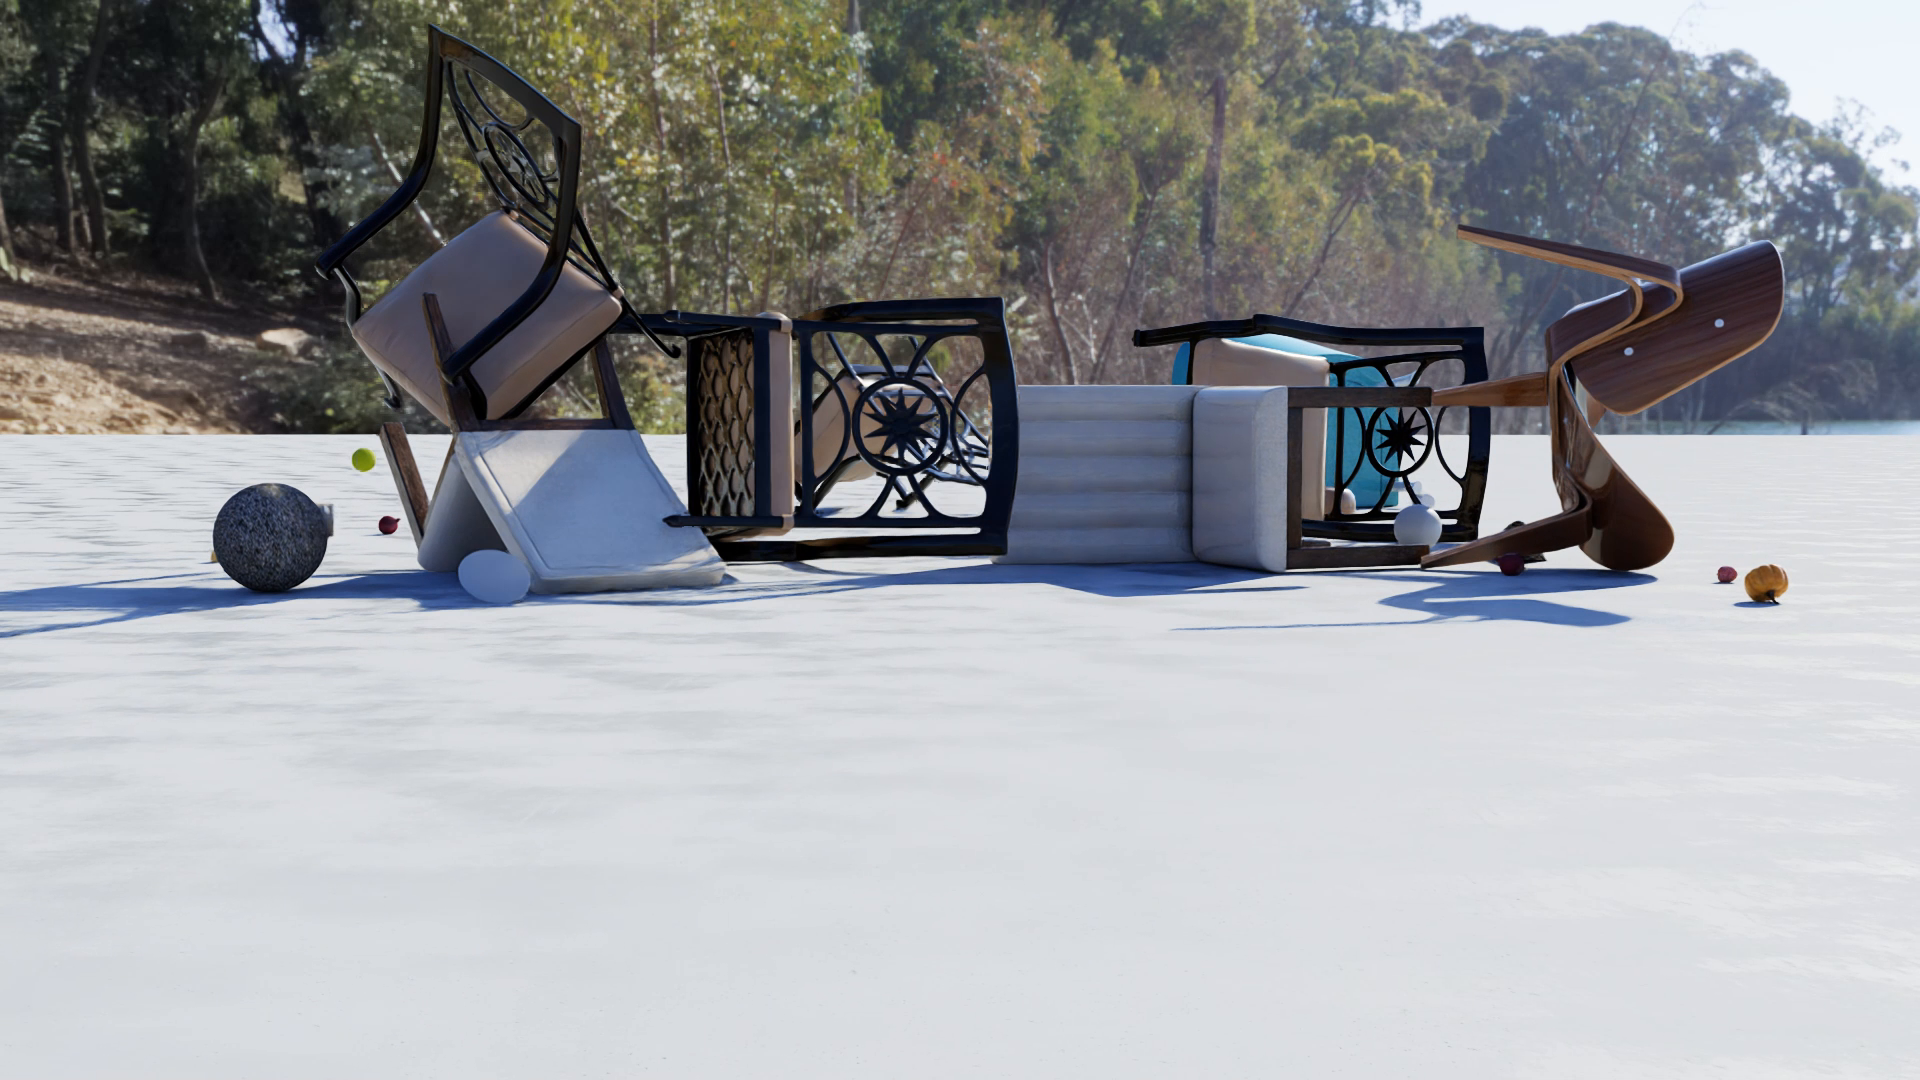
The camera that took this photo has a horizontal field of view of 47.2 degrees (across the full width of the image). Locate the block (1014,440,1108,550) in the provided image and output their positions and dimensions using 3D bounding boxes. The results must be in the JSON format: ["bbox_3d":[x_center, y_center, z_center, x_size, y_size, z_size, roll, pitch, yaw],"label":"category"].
[{"bbox_3d":[0.288,-0.136,6.350,0.164,0.299,0.346,-1,4,-16],"label":"block"}]

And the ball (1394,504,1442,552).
[{"bbox_3d":[1.265,-0.033,6.076,0.131,0.131,0.131,0,4,0],"label":"ball"}]

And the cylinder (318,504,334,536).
[{"bbox_3d":[-1.958,-0.060,6.723,0.082,0.100,0.078,-1,-27,-15],"label":"cylinder"}]

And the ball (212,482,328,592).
[{"bbox_3d":[-1.523,-0.006,4.858,0.243,0.243,0.243,0,4,0],"label":"ball"}]

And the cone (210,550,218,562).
[{"bbox_3d":[-1.911,0.046,5.713,0.062,0.052,0.041,31,-10,43],"label":"cone"}]

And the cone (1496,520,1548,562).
[{"bbox_3d":[1.487,0.029,5.739,0.111,0.115,0.208,28,11,-5],"label":"cone"}]

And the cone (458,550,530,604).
[{"bbox_3d":[-0.972,0.101,4.678,0.176,0.116,0.107,21,-21,21],"label":"cone"}]

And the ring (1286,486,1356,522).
[{"bbox_3d":[1.223,-0.120,7.454,0.231,0.118,0.242,5,5,43],"label":"ring"}]
